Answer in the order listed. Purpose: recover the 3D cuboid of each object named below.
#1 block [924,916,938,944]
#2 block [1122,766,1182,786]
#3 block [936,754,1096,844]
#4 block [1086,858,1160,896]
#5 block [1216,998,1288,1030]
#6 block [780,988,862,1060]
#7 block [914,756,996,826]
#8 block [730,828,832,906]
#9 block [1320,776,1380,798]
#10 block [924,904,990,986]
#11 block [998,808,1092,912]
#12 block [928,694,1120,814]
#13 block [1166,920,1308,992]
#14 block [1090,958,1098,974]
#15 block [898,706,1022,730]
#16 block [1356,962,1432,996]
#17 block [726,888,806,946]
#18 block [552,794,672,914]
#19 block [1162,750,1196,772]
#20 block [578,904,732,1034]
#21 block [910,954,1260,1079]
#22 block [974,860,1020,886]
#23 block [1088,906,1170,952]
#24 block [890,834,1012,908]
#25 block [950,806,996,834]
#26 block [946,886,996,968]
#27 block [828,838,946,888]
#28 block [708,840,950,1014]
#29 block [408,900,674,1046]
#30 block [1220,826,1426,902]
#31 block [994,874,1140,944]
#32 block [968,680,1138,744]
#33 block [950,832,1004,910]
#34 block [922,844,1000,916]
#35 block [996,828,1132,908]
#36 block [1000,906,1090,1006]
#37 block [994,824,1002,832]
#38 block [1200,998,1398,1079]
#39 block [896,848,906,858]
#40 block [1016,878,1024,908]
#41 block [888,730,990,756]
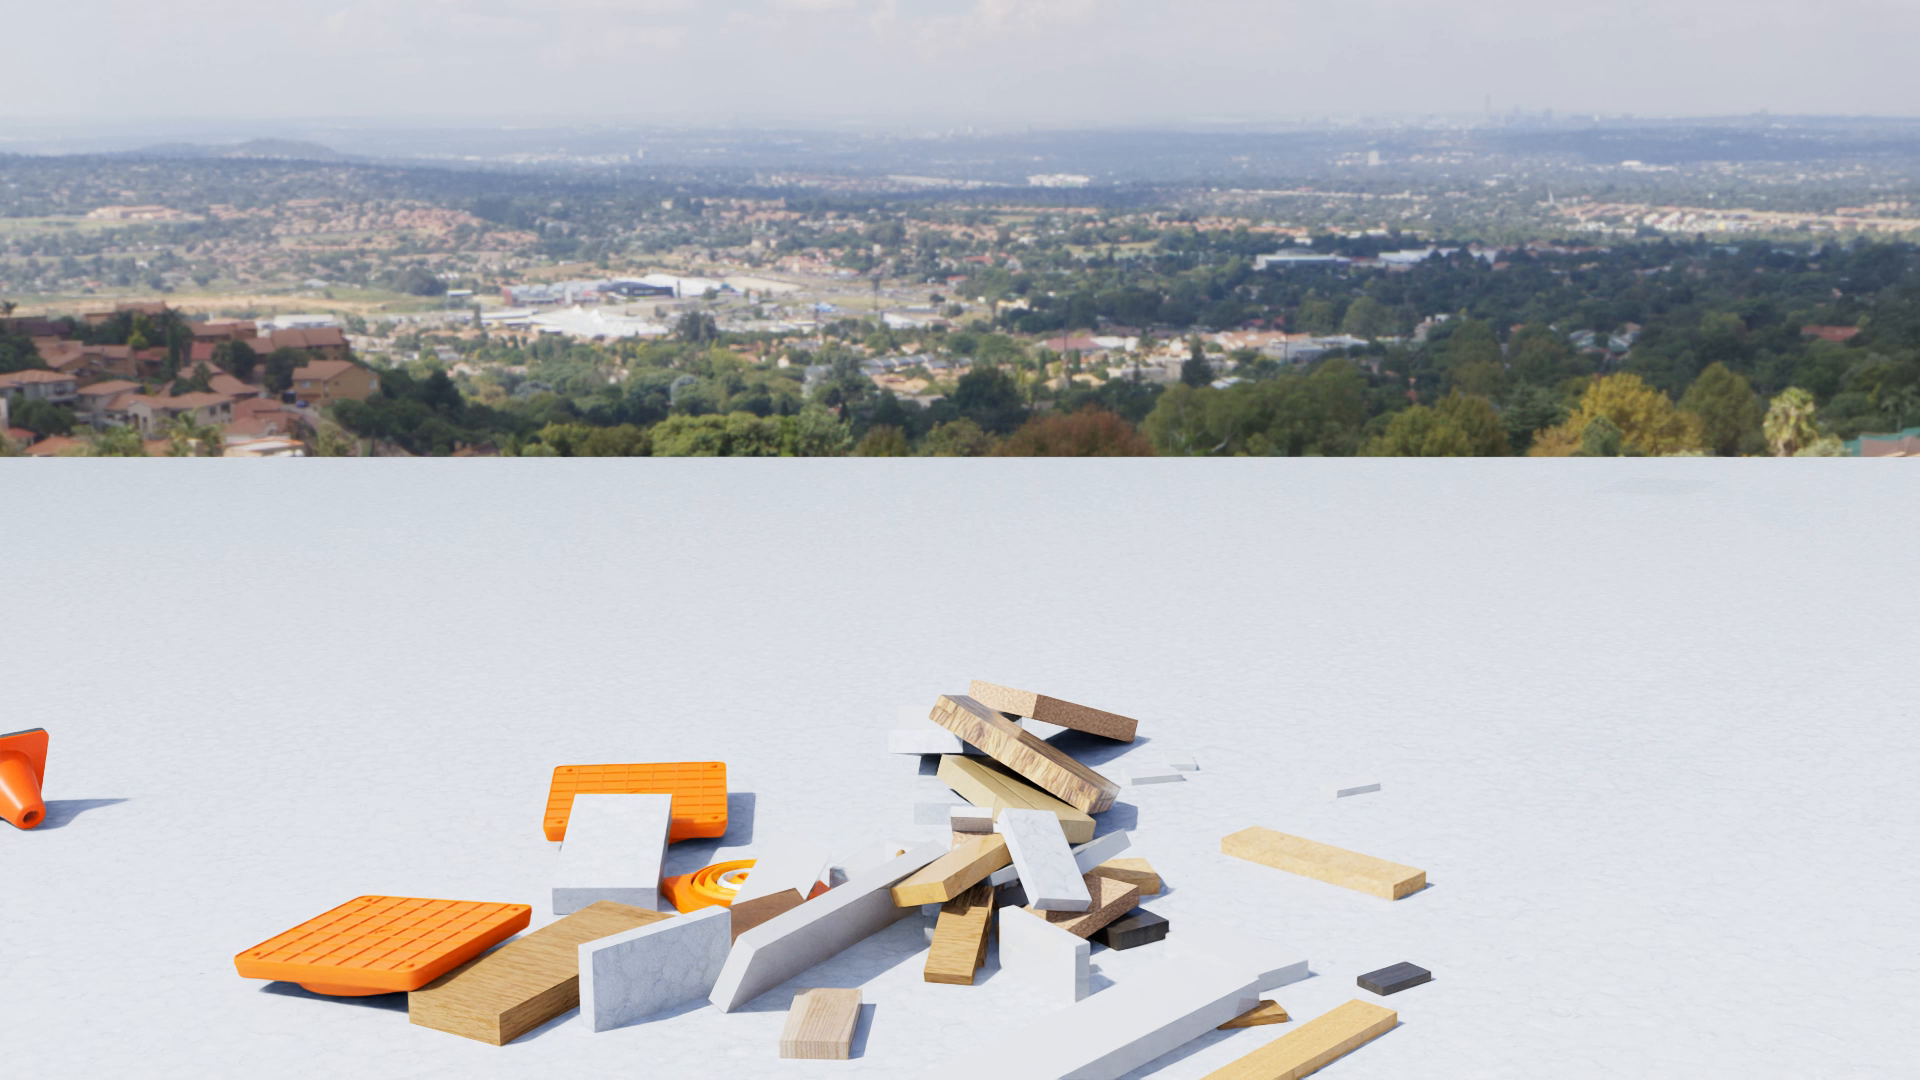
[{"bbox_3d":[0.003,0.587,3.518,0.094,0.027,0.188,2,21,7],"label":"block"},{"bbox_3d":[0.377,0.463,4.312,0.106,0.015,0.053,-3,11,-15],"label":"block"},{"bbox_3d":[0.100,0.470,4.005,0.151,0.043,0.302,8,13,-33],"label":"block"},{"bbox_3d":[0.222,0.570,3.696,0.207,0.029,0.103,-2,11,-10],"label":"block"},{"bbox_3d":[0.410,0.679,3.148,0.104,0.015,0.052,-3,11,-15],"label":"block"},{"bbox_3d":[-0.195,0.681,3.104,0.094,0.027,0.189,1,11,3],"label":"block"},{"bbox_3d":[-0.005,0.474,4.176,0.151,0.043,0.302,0,11,1],"label":"block"},{"bbox_3d":[-0.288,0.551,3.535,0.099,0.028,0.199,22,34,6],"label":"block"},{"bbox_3d":[0.753,0.476,4.240,0.106,0.015,0.053,-6,12,-28],"label":"block"},{"bbox_3d":[-0.004,0.613,3.333,0.073,0.021,0.146,2,34,12],"label":"block"},{"bbox_3d":[0.132,0.502,3.457,0.095,0.027,0.189,7,37,-26],"label":"block"},{"bbox_3d":[0.122,0.395,4.085,0.347,0.049,0.174,30,5,17],"label":"block"},{"bbox_3d":[0.421,0.634,3.354,0.103,0.029,0.207,-7,13,-35],"label":"block"},{"bbox_3d":[0.167,0.639,3.364,0.052,0.015,0.104,-3,11,-16],"label":"block"},{"bbox_3d":[0.005,0.369,4.410,0.174,0.049,0.347,-1,-8,13],"label":"block"},{"bbox_3d":[0.648,0.654,3.282,0.104,0.015,0.052,-8,13,-36],"label":"block"},{"bbox_3d":[-0.313,0.603,3.393,0.199,0.028,0.099,-10,43,-38],"label":"block"},{"bbox_3d":[-0.584,0.527,3.722,0.169,0.048,0.338,0,20,-3],"label":"block"},{"bbox_3d":[0.439,0.443,4.421,0.053,0.015,0.106,-1,11,-4],"label":"block"},{"bbox_3d":[-0.438,0.618,3.183,0.243,0.122,0.034,-10,14,-42],"label":"block"},{"bbox_3d":[0.170,0.687,2.992,0.143,0.041,0.600,9,15,43],"label":"block"},{"bbox_3d":[0.090,0.522,3.507,0.146,0.021,0.073,-14,1,-33],"label":"block"},{"bbox_3d":[0.228,0.603,3.520,0.104,0.029,0.207,-7,13,-34],"label":"block"},{"bbox_3d":[0.002,0.518,3.470,0.112,0.032,0.223,-15,5,40],"label":"block"},{"bbox_3d":[0.025,0.507,3.779,0.072,0.143,0.020,1,50,6],"label":"block"},{"bbox_3d":[0.010,0.596,3.396,0.073,0.021,0.146,0,38,9],"label":"block"},{"bbox_3d":[-0.120,0.551,3.718,0.121,0.034,0.243,4,6,18],"label":"block"},{"bbox_3d":[-0.190,0.583,3.366,0.034,0.122,0.515,36,26,22],"label":"block"},{"bbox_3d":[-0.604,0.638,3.278,0.169,0.048,0.437,6,12,29],"label":"block"},{"bbox_3d":[0.622,0.554,3.786,0.355,0.028,0.099,10,15,43],"label":"block"},{"bbox_3d":[0.170,0.588,3.454,0.112,0.032,0.223,7,19,41],"label":"block"},{"bbox_3d":[0.192,0.351,4.501,0.174,0.049,0.347,10,-6,41],"label":"block"},{"bbox_3d":[0.029,0.551,3.672,0.094,0.027,0.188,1,26,5],"label":"block"},{"bbox_3d":[0.012,0.551,3.538,0.094,0.027,0.188,5,22,16],"label":"block"},{"bbox_3d":[0.169,0.538,3.580,0.223,0.032,0.112,-21,-6,-45],"label":"block"},{"bbox_3d":[0.124,0.617,3.266,0.027,0.094,0.189,-7,13,-34],"label":"block"},{"bbox_3d":[0.077,0.526,3.818,0.143,0.072,0.020,10,47,44],"label":"block"},{"bbox_3d":[0.370,0.721,2.910,0.072,0.020,0.665,10,14,42],"label":"block"},{"bbox_3d":[-0.068,0.554,3.623,0.014,0.095,0.048,-41,18,16],"label":"block"},{"bbox_3d":[0.104,0.570,3.648,0.014,0.048,0.095,1,11,6],"label":"block"},{"bbox_3d":[-0.010,0.400,4.293,0.151,0.043,0.302,-3,-8,21],"label":"block"}]
